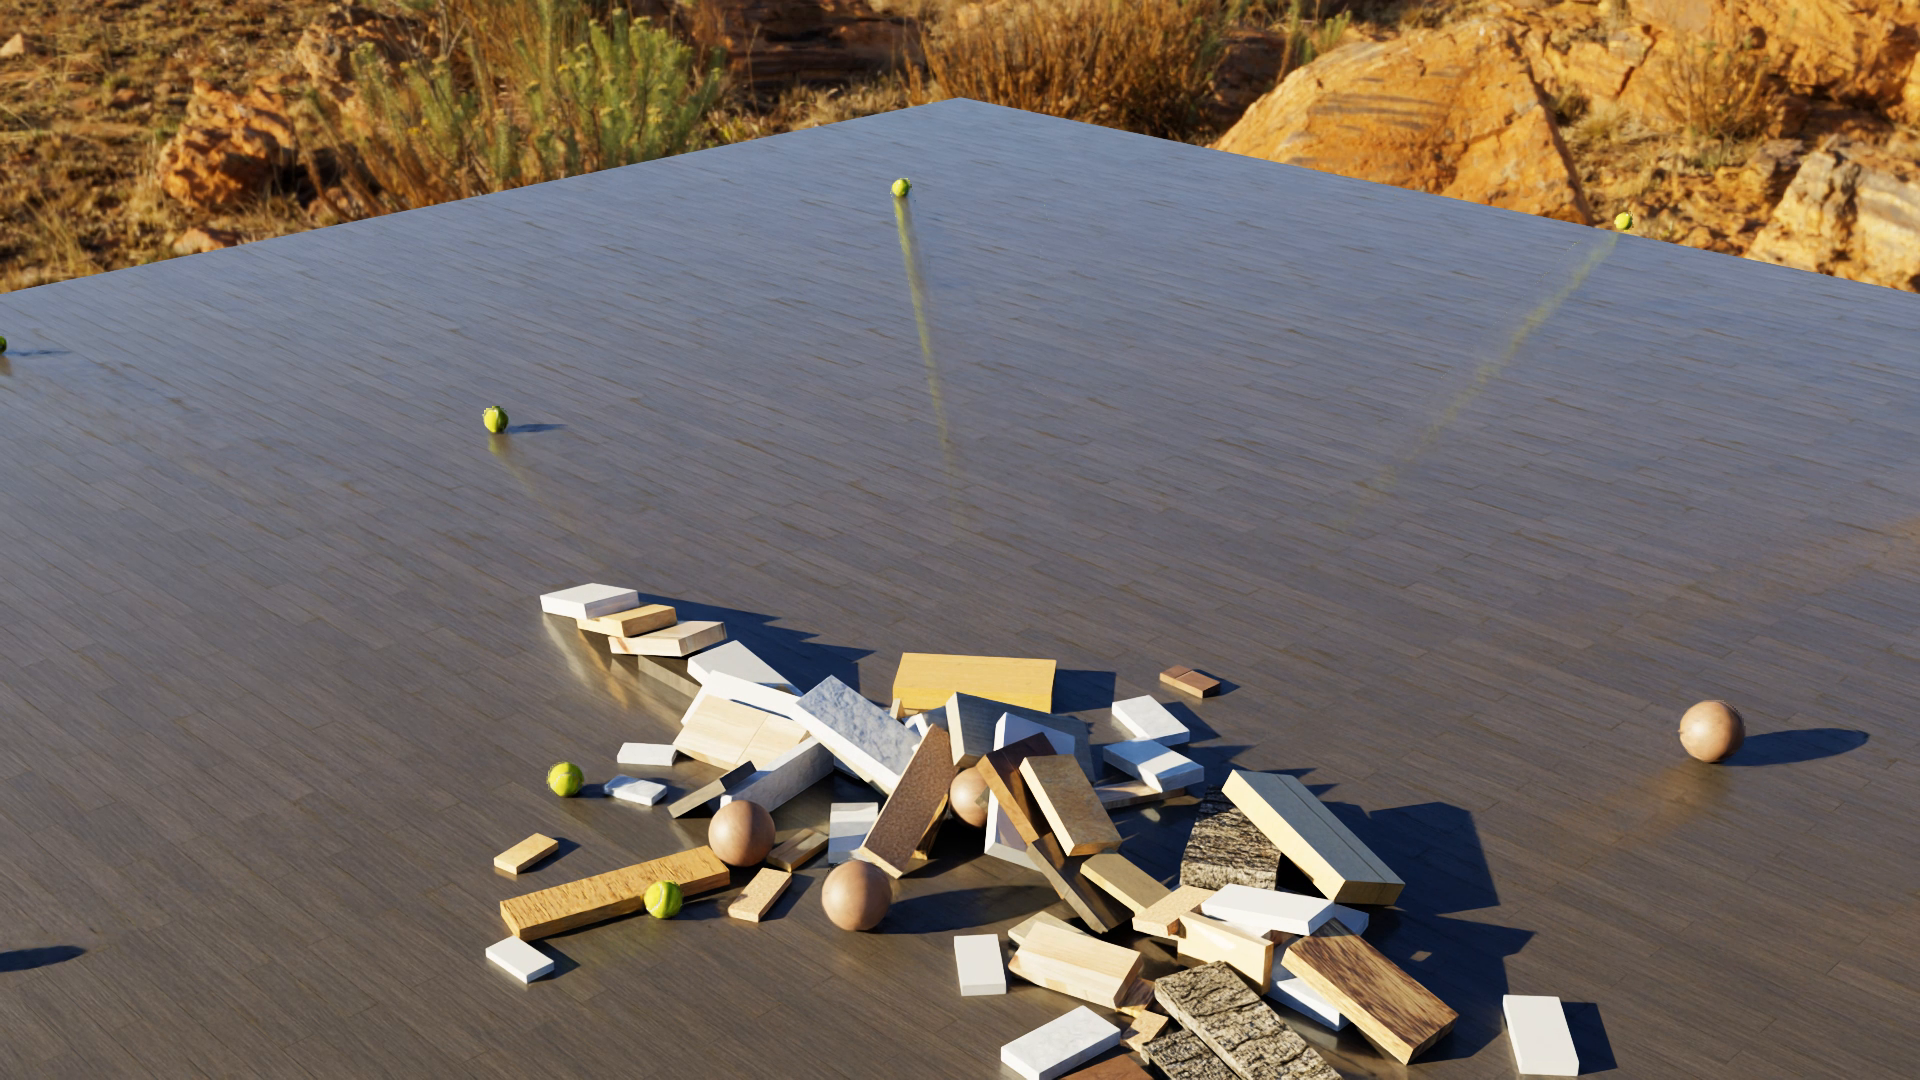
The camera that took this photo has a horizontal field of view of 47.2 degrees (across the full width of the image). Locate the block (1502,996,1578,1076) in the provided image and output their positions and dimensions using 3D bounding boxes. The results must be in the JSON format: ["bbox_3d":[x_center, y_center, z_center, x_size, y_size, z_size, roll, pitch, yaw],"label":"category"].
[{"bbox_3d":[0.987,0.842,3.743,0.094,0.027,0.187,2,23,4],"label":"block"}]

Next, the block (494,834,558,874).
[{"bbox_3d":[-0.847,0.612,4.296,0.058,0.016,0.116,15,27,31],"label":"block"}]

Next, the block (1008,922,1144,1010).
[{"bbox_3d":[0.204,0.751,3.892,0.213,0.030,0.107,11,46,31],"label":"block"}]

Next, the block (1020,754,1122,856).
[{"bbox_3d":[0.210,0.502,4.185,0.111,0.031,0.222,0,42,-32],"label":"block"}]

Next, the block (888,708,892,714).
[{"bbox_3d":[-0.146,0.405,4.742,0.013,0.047,0.095,-10,21,13],"label":"block"}]

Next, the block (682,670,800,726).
[{"bbox_3d":[-0.439,0.382,4.719,0.305,0.039,0.137,14,61,30],"label":"block"}]

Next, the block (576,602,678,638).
[{"bbox_3d":[-0.787,0.184,5.180,0.137,0.039,0.274,-14,10,-30],"label":"block"}]

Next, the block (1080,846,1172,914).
[{"bbox_3d":[0.308,0.633,4.069,0.156,0.022,0.078,33,38,29],"label":"block"}]

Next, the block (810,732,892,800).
[{"bbox_3d":[-0.164,0.442,4.539,0.274,0.039,0.137,38,38,22],"label":"block"}]

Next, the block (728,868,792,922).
[{"bbox_3d":[-0.377,0.670,4.158,0.061,0.017,0.152,8,24,19],"label":"block"}]

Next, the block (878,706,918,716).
[{"bbox_3d":[-0.153,0.389,4.824,0.113,0.016,0.057,5,24,12],"label":"block"}]

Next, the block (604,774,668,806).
[{"bbox_3d":[-0.668,0.514,4.527,0.116,0.016,0.058,11,25,24],"label":"block"}]

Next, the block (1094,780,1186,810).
[{"bbox_3d":[0.282,0.529,4.491,0.359,0.018,0.063,-8,24,-18],"label":"block"}]

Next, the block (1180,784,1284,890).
[{"bbox_3d":[0.542,0.577,4.259,0.175,0.050,0.416,5,15,12],"label":"block"}]

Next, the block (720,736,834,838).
[{"bbox_3d":[-0.369,0.492,4.479,0.027,0.094,0.332,19,29,30],"label":"block"}]

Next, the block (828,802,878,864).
[{"bbox_3d":[-0.211,0.580,4.360,0.094,0.027,0.187,0,23,-1],"label":"block"}]

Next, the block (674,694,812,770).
[{"bbox_3d":[-0.456,0.422,4.637,0.274,0.039,0.137,14,56,30],"label":"block"}]

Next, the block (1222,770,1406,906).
[{"bbox_3d":[0.673,0.566,4.201,0.175,0.050,0.350,10,24,-39],"label":"block"}]

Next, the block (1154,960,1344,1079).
[{"bbox_3d":[0.518,0.868,3.646,0.134,0.038,0.524,-11,27,-25],"label":"block"}]

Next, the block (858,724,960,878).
[{"bbox_3d":[-0.088,0.510,4.334,0.092,0.026,0.349,35,46,-4],"label":"block"}]

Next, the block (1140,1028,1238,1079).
[{"bbox_3d":[0.388,0.883,3.645,0.094,0.027,0.187,-11,25,-24],"label":"block"}]

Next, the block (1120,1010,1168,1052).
[{"bbox_3d":[0.315,0.841,3.762,0.048,0.014,0.095,13,26,27],"label":"block"}]

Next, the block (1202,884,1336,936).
[{"bbox_3d":[0.551,0.661,3.938,0.221,0.026,0.092,3,18,40],"label":"block"}]

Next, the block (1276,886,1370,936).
[{"bbox_3d":[0.654,0.700,4.078,0.185,0.026,0.092,13,26,29],"label":"block"}]

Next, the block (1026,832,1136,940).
[{"bbox_3d":[0.236,0.634,4.100,0.111,0.031,0.222,-20,57,-40],"label":"block"}]

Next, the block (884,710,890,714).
[{"bbox_3d":[-0.196,0.395,4.787,0.094,0.013,0.047,-4,41,1],"label":"block"}]

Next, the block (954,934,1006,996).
[{"bbox_3d":[0.035,0.761,3.940,0.078,0.022,0.156,-2,23,-5],"label":"block"}]

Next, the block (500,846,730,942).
[{"bbox_3d":[-0.648,0.666,4.152,0.417,0.030,0.107,-12,26,-27],"label":"block"}]

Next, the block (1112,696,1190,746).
[{"bbox_3d":[0.415,0.396,4.794,0.092,0.026,0.184,-10,25,-22],"label":"block"}]

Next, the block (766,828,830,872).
[{"bbox_3d":[-0.317,0.607,4.309,0.061,0.017,0.121,15,27,32],"label":"block"}]

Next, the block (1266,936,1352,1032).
[{"bbox_3d":[0.598,0.768,3.900,0.276,0.039,0.138,21,31,40],"label":"block"}]
